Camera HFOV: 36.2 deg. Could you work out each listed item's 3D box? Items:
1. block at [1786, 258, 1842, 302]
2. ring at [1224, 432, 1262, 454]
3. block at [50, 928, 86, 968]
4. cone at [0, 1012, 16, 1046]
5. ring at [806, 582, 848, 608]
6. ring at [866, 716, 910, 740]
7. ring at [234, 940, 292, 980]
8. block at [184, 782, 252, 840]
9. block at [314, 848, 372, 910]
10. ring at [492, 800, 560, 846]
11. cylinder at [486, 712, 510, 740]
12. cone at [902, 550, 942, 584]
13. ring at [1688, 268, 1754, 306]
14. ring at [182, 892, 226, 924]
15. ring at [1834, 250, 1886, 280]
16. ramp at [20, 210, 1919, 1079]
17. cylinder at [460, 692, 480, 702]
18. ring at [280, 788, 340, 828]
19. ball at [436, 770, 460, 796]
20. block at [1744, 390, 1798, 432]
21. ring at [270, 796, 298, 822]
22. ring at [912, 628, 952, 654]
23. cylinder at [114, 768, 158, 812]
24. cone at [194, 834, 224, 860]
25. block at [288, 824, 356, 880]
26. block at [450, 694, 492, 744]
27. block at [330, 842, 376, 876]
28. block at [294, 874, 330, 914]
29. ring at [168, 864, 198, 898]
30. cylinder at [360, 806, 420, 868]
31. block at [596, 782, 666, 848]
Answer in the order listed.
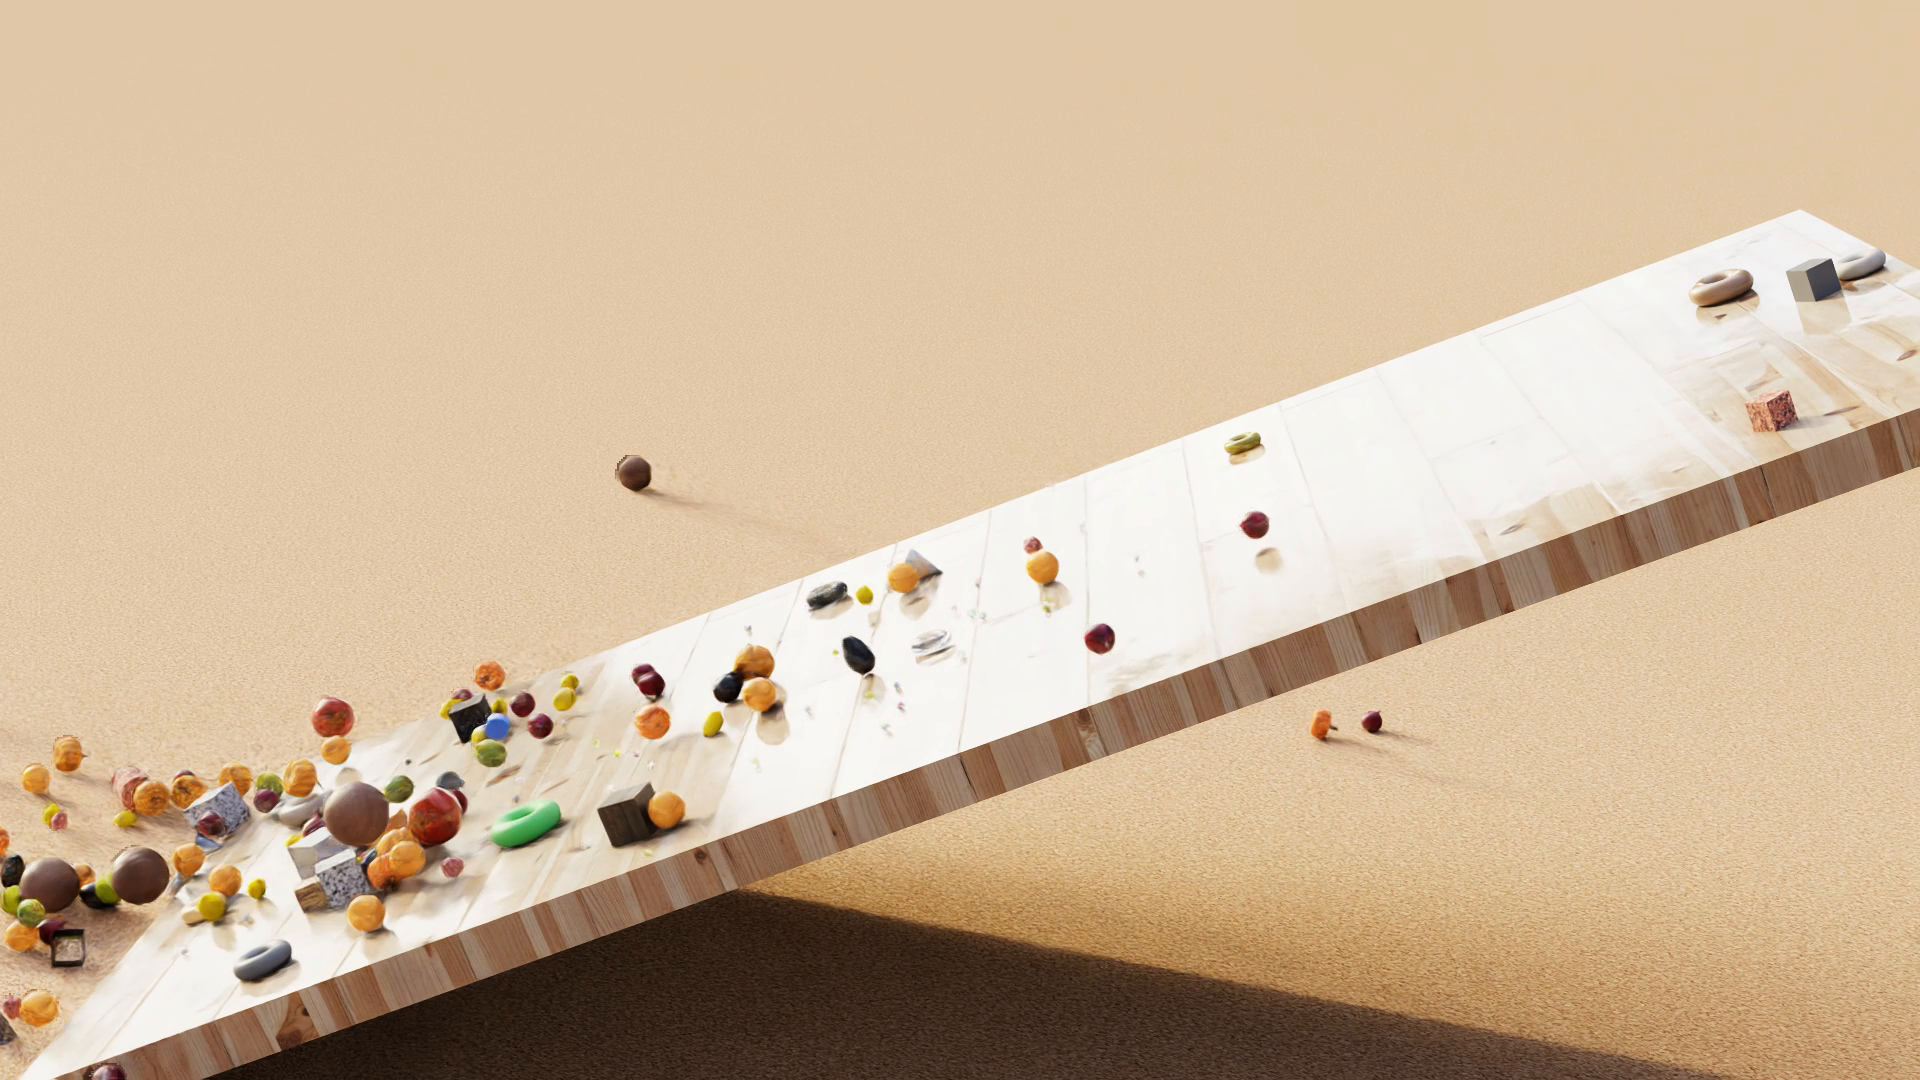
[{"bbox_3d":[1.780,-0.542,6.135,0.070,0.070,0.070,-25,12,-16],"label":"block"},{"bbox_3d":[0.655,-0.225,6.818,0.091,0.030,0.091,-20,13,5],"label":"ring"},{"bbox_3d":[-1.956,0.895,6.454,0.064,0.064,0.064,-2,14,-7],"label":"block"},{"bbox_3d":[-1.987,0.980,6.038,0.092,0.092,0.092,0,13,0],"label":"cone"},{"bbox_3d":[-0.314,0.129,6.944,0.105,0.035,0.105,-20,13,5],"label":"ring"},{"bbox_3d":[-0.137,0.362,5.642,0.091,0.030,0.091,-8,10,1],"label":"ring"},{"bbox_3d":[-1.352,0.814,5.703,0.120,0.040,0.120,-22,11,5],"label":"ring"},{"bbox_3d":[-1.780,0.655,7.052,0.096,0.096,0.096,-24,12,25],"label":"block"},{"bbox_3d":[-1.255,0.689,5.981,0.084,0.084,0.084,-24,12,-13],"label":"block"},{"bbox_3d":[-0.876,0.570,5.926,0.149,0.050,0.149,-20,13,5],"label":"ring"},{"bbox_3d":[-1.083,0.437,6.885,0.053,0.053,0.053,-1,11,-5],"label":"cylinder"},{"bbox_3d":[-0.078,0.066,6.796,0.082,0.082,0.082,2,13,23],"label":"cone"},{"bbox_3d":[1.668,-0.555,6.448,0.144,0.048,0.144,-20,13,5],"label":"ring"},{"bbox_3d":[-1.622,0.789,6.312,0.103,0.034,0.103,-20,13,5],"label":"ring"},{"bbox_3d":[1.892,-0.580,6.188,0.112,0.037,0.112,-22,11,5],"label":"ring"},{"bbox_3d":[0.120,0.175,6.293,4.000,0.100,2.000,-20,12,7],"label":"ramp"},{"bbox_3d":[-1.369,0.463,8.277,0.057,0.057,0.057,6,12,25],"label":"cylinder"},{"bbox_3d":[-1.509,0.620,6.833,0.148,0.049,0.148,-20,13,5],"label":"ring"},{"bbox_3d":[-1.132,0.538,6.506,0.054,0.054,0.054,0,13,0],"label":"ball"},{"bbox_3d":[1.471,-0.234,5.330,0.057,0.057,0.057,-27,13,-23],"label":"block"},{"bbox_3d":[-1.587,0.635,6.951,0.092,0.031,0.092,-22,12,5],"label":"ring"},{"bbox_3d":[-0.060,0.211,6.132,0.090,0.030,0.090,-20,13,5],"label":"ring"},{"bbox_3d":[-2.099,0.635,7.488,0.091,0.091,0.091,-7,15,-27],"label":"cylinder"},{"bbox_3d":[-1.751,0.717,6.878,0.063,0.063,0.063,0,13,2],"label":"cone"},{"bbox_3d":[-1.332,0.667,6.185,0.097,0.097,0.097,-10,17,45],"label":"block"},{"bbox_3d":[-1.160,0.426,7.008,0.079,0.079,0.079,-21,12,3],"label":"block"},{"bbox_3d":[-1.267,0.673,6.138,0.059,0.059,0.059,-10,17,45],"label":"block"},{"bbox_3d":[-1.325,0.725,6.018,0.055,0.055,0.055,-23,12,-5],"label":"block"},{"bbox_3d":[-1.806,0.794,6.840,0.031,0.093,0.093,35,21,8],"label":"ring"},{"bbox_3d":[-1.192,0.620,6.153,0.095,0.095,0.095,-21,12,4],"label":"cylinder"},{"bbox_3d":[-0.625,0.523,5.603,0.084,0.084,0.084,-17,12,21],"label":"block"}]
